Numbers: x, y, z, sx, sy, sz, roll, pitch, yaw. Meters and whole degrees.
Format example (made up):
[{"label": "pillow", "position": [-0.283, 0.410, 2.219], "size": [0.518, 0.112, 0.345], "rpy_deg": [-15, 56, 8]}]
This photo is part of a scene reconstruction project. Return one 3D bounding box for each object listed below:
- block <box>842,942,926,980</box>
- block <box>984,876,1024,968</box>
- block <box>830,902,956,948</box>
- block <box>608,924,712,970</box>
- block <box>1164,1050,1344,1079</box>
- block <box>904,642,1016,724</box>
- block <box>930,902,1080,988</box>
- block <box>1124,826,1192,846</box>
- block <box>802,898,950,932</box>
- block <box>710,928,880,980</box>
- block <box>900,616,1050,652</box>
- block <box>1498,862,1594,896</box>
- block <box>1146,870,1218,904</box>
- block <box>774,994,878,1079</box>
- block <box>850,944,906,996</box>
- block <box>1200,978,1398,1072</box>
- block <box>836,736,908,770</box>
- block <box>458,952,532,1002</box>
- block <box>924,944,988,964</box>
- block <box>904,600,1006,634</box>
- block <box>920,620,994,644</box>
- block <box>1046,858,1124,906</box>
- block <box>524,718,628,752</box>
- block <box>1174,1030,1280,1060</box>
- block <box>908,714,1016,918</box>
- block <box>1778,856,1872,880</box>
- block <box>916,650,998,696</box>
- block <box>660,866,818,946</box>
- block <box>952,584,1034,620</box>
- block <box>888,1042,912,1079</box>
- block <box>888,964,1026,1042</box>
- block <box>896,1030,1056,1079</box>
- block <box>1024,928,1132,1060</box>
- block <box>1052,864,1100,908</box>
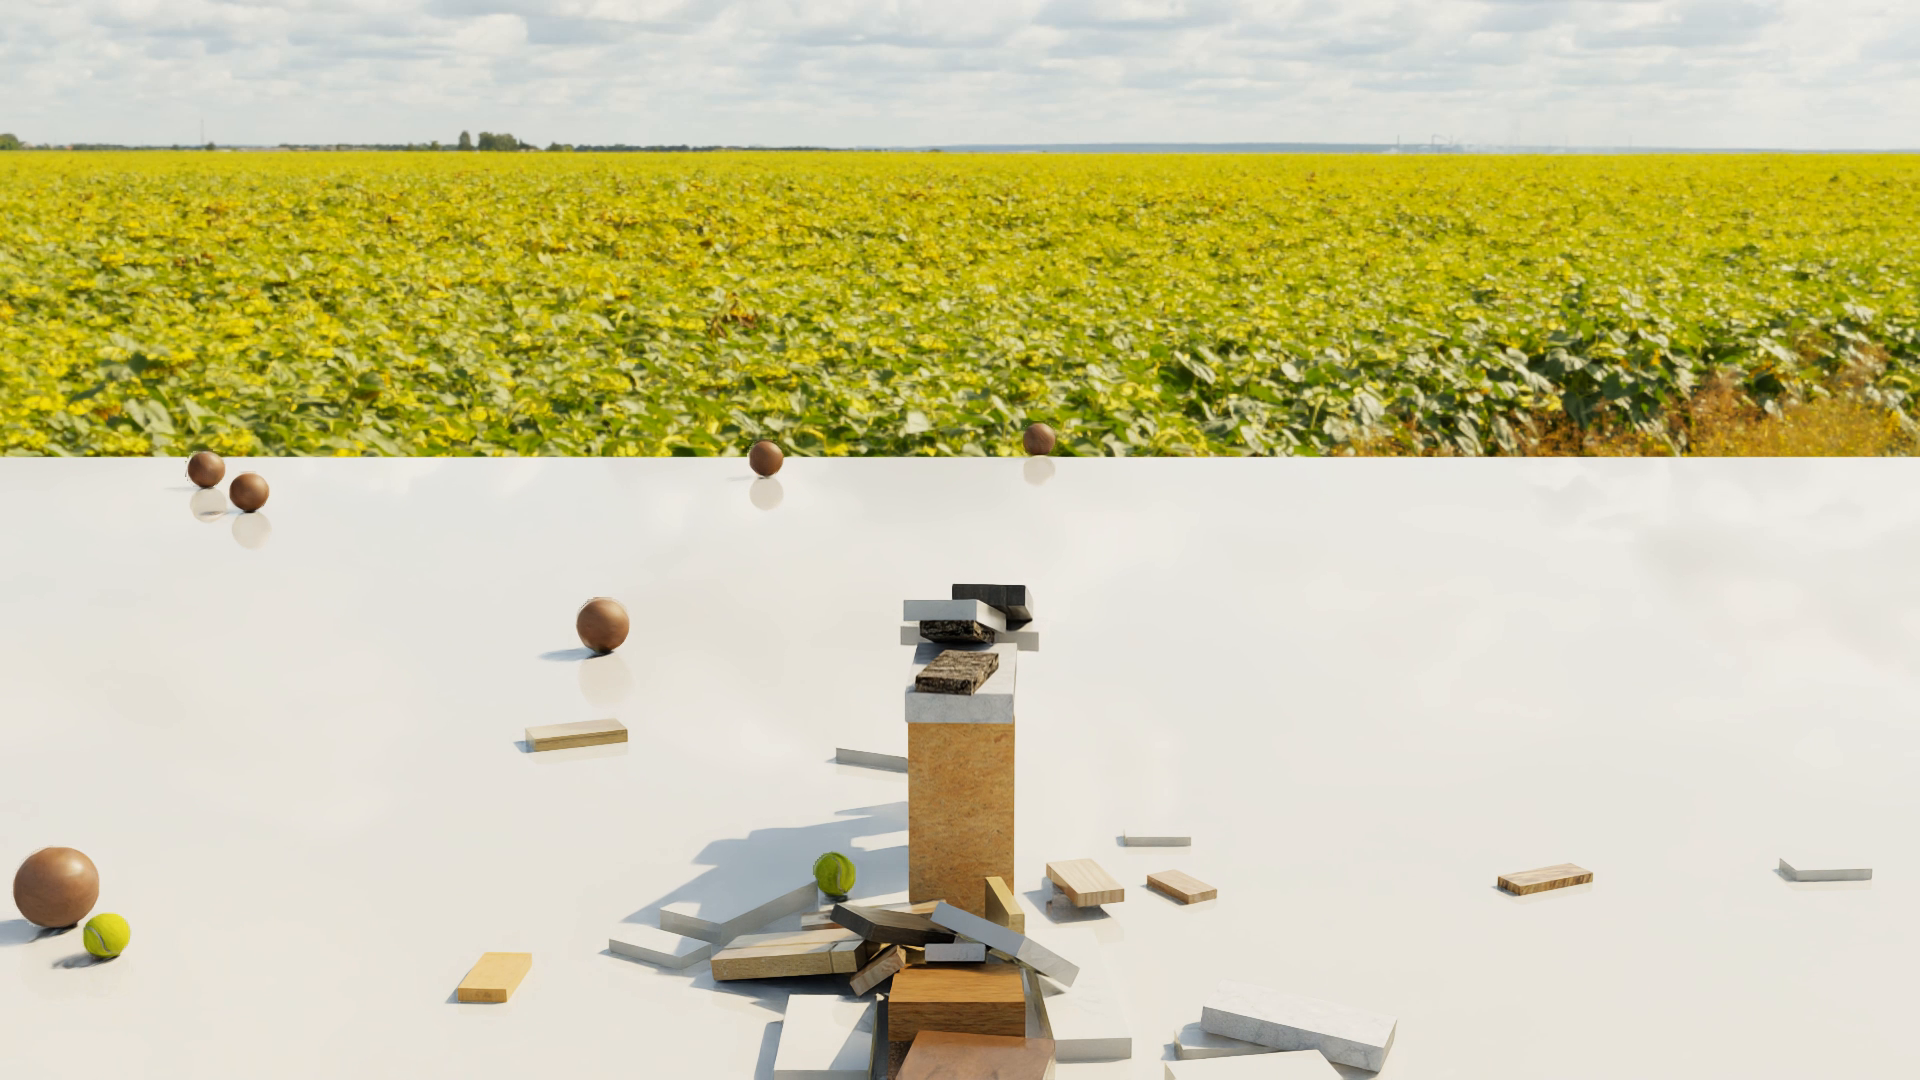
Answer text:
[{"label": "block", "position": [-0.110, 0.633, 3.371], "size": [0.173, 0.024, 0.086], "rpy_deg": [-6, 12, -28]}, {"label": "block", "position": [0.069, 0.593, 3.416], "size": [0.024, 0.086, 0.173], "rpy_deg": [-1, 10, -11]}, {"label": "block", "position": [-0.099, 0.578, 3.283], "size": [0.090, 0.026, 0.181], "rpy_deg": [19, 0, 42]}, {"label": "block", "position": [-0.464, 0.629, 3.401], "size": [0.145, 0.021, 0.072], "rpy_deg": [7, 13, 33]}, {"label": "block", "position": [0.388, 0.717, 2.903], "size": [0.214, 0.030, 0.107], "rpy_deg": [-2, 11, -11]}, {"label": "block", "position": [0.005, 0.231, 3.606], "size": [0.170, 0.048, 0.339], "rpy_deg": [0, 11, 2]}, {"label": "block", "position": [0.064, 0.594, 3.237], "size": [0.114, 0.032, 0.229], "rpy_deg": [35, -14, -30]}, {"label": "block", "position": [0.353, 0.531, 3.941], "size": [0.117, 0.017, 0.058], "rpy_deg": [0, 11, 0]}, {"label": "block", "position": [-0.132, 0.597, 3.439], "size": [0.229, 0.032, 0.114], "rpy_deg": [-5, 1, -4]}, {"label": "block", "position": [-0.246, 0.621, 3.303], "size": [0.229, 0.032, 0.114], "rpy_deg": [-7, 6, 17]}, {"label": "block", "position": [0.029, 0.164, 3.966], "size": [0.251, 0.036, 0.126], "rpy_deg": [2, 11, 11]}, {"label": "block", "position": [0.989, 0.573, 3.716], "size": [0.156, 0.017, 0.058], "rpy_deg": [-5, 12, -26]}, {"label": "block", "position": [0.371, 0.580, 3.679], "size": [0.058, 0.017, 0.117], "rpy_deg": [-6, 12, -31]}, {"label": "block", "position": [-0.182, 0.692, 3.024], "size": [0.125, 0.035, 0.255], "rpy_deg": [0, 11, 0]}, {"label": "block", "position": [-0.119, 0.624, 3.211], "size": [0.080, 0.023, 0.159], "rpy_deg": [-33, -3, -3]}, {"label": "block", "position": [0.471, 0.671, 3.053], "size": [0.250, 0.035, 0.125], "rpy_deg": [10, 11, 18]}, {"label": "block", "position": [-0.142, 0.432, 4.443], "size": [0.194, 0.027, 0.097], "rpy_deg": [5, 12, 26]}, {"label": "block", "position": [-0.693, 0.651, 3.282], "size": [0.072, 0.021, 0.145], "rpy_deg": [1, 11, 4]}, {"label": "block", "position": [-0.004, 0.617, 3.258], "size": [0.086, 0.024, 0.173], "rpy_deg": [0, -15, 2]}, {"label": "block", "position": [-0.007, 0.134, 3.780], "size": [0.126, 0.036, 0.251], "rpy_deg": [-1, -8, 12]}, {"label": "block", "position": [-0.003, 0.160, 3.746], "size": [0.090, 0.026, 0.222], "rpy_deg": [-1, -8, 10]}, {"label": "block", "position": [0.205, 0.564, 3.626], "size": [0.080, 0.023, 0.159], "rpy_deg": [-3, 11, -16]}, {"label": "block", "position": [-0.800, 0.406, 4.585], "size": [0.193, 0.027, 0.097], "rpy_deg": [-5, 11, -23]}, {"label": "block", "position": [0.368, 0.697, 3.040], "size": [0.133, 0.019, 0.067], "rpy_deg": [-1, 11, -5]}, {"label": "block", "position": [0.002, 0.441, 3.544], "size": [0.170, 0.339, 0.048], "rpy_deg": [0, 11, -2]}, {"label": "block", "position": [1.482, 0.562, 3.766], "size": [0.133, 0.019, 0.067], "rpy_deg": [-1, 11, -4]}, {"label": "block", "position": [-0.003, 0.211, 3.515], "size": [0.090, 0.026, 0.181], "rpy_deg": [3, 11, 14]}, {"label": "block", "position": [-0.356, 0.591, 3.567], "size": [0.125, 0.035, 0.250], "rpy_deg": [7, 13, 33]}, {"label": "block", "position": [0.060, 0.109, 3.861], "size": [0.126, 0.036, 0.251], "rpy_deg": [1, -7, 5]}, {"label": "block", "position": [-0.004, 0.719, 2.838], "size": [0.179, 0.051, 0.358], "rpy_deg": [0, 11, 0]}, {"label": "block", "position": [-0.004, 0.638, 3.047], "size": [0.179, 0.051, 0.358], "rpy_deg": [0, -3, 0]}, {"label": "block", "position": [0.004, 0.697, 2.676], "size": [0.179, 0.051, 0.358], "rpy_deg": [2, 11, 10]}, {"label": "block", "position": [0.167, 0.658, 3.219], "size": [0.107, 0.030, 0.426], "rpy_deg": [-1, 11, -4]}, {"label": "block", "position": [0.195, 0.577, 3.678], "size": [0.080, 0.023, 0.159], "rpy_deg": [1, 11, 3]}]
